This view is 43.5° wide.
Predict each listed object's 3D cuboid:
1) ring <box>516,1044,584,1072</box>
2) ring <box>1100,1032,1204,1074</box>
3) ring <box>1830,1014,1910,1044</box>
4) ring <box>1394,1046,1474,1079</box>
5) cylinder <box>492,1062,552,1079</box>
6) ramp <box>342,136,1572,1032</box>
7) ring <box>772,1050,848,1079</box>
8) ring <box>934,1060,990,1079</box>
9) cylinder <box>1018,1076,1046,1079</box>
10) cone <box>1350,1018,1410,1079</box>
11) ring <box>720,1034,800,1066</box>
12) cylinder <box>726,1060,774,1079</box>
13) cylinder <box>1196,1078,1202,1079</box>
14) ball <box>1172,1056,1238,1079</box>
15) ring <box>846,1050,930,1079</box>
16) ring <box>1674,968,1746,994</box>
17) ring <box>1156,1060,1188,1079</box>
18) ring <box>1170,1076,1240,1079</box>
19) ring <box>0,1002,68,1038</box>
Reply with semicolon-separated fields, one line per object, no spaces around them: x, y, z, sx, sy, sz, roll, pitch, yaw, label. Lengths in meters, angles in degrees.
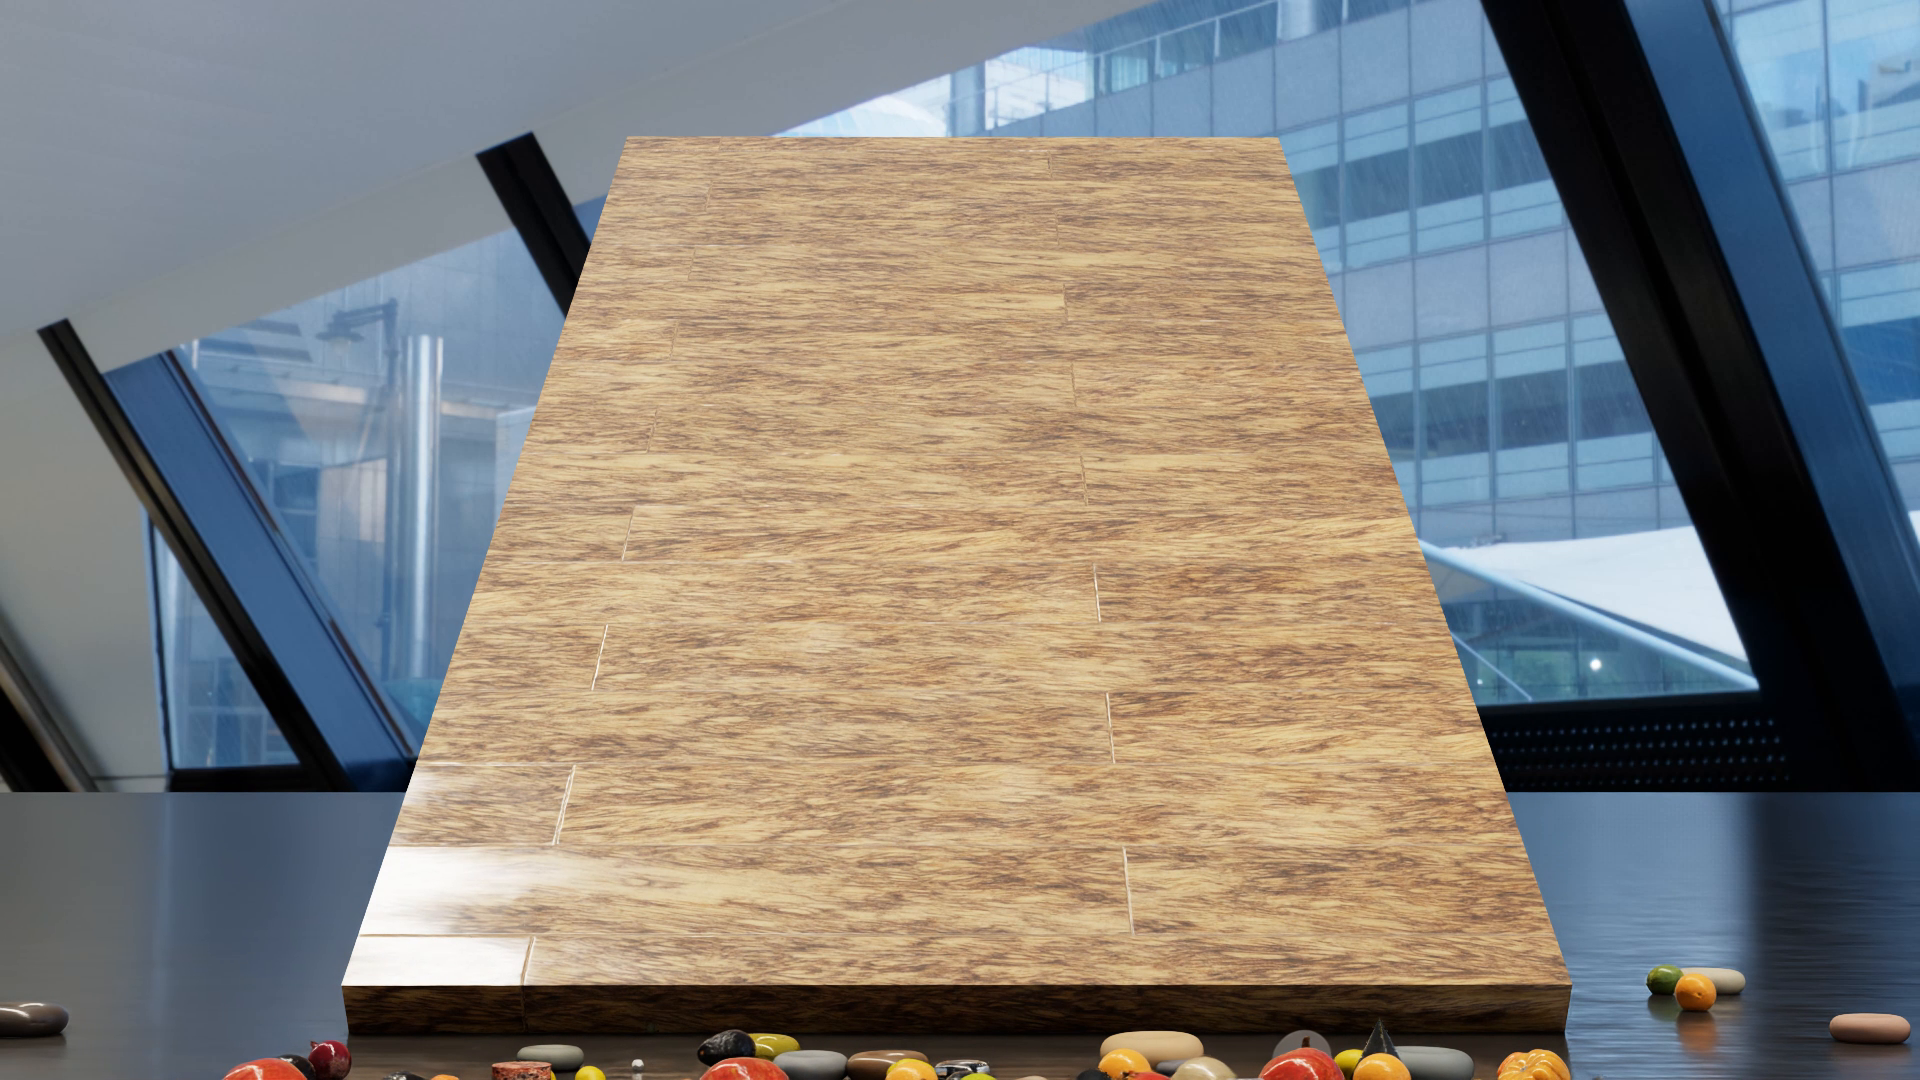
-0.586;0.741;3.442;0.097;0.032;0.097;0;-7;0;ring
0.274;0.732;3.436;0.149;0.050;0.149;-1;-5;0;ring
1.443;0.776;3.818;0.122;0.041;0.122;-1;-6;0;ring
0.630;0.717;3.276;0.139;0.046;0.139;1;-6;0;ring
-0.526;0.665;2.886;0.070;0.070;0.070;0;-6;0;cylinder
-0.013;-0.214;5.677;2.000;0.100;4.000;0;29;0;ramp
-0.206;0.726;3.316;0.109;0.036;0.109;0;-5;0;ring
0.003;0.730;3.307;0.078;0.026;0.078;-1;-7;0;ring
0.073;0.653;2.760;0.069;0.069;0.069;-3;-7;26;cylinder
0.555;0.681;3.178;0.098;0.098;0.098;0;-6;0;cone
-0.291;0.745;3.511;0.117;0.039;0.117;1;-5;0;ring
-0.262;0.684;3.017;0.059;0.059;0.059;1;-6;-8;cylinder
0.302;0.641;2.685;0.077;0.077;0.077;4;-7;-14;cylinder
0.289;0.653;2.840;0.084;0.084;0.084;0;-6;0;ball
-0.099;0.724;3.303;0.116;0.039;0.116;-1;-7;0;ring
1.472;0.866;4.728;0.136;0.045;0.136;1;-6;0;ring
0.308;0.732;3.318;0.077;0.026;0.077;0;-7;0;ring
0.318;0.708;3.118;0.098;0.033;0.098;-1;-7;0;ring
-1.534;0.783;3.931;0.148;0.049;0.148;1;-6;0;ring
